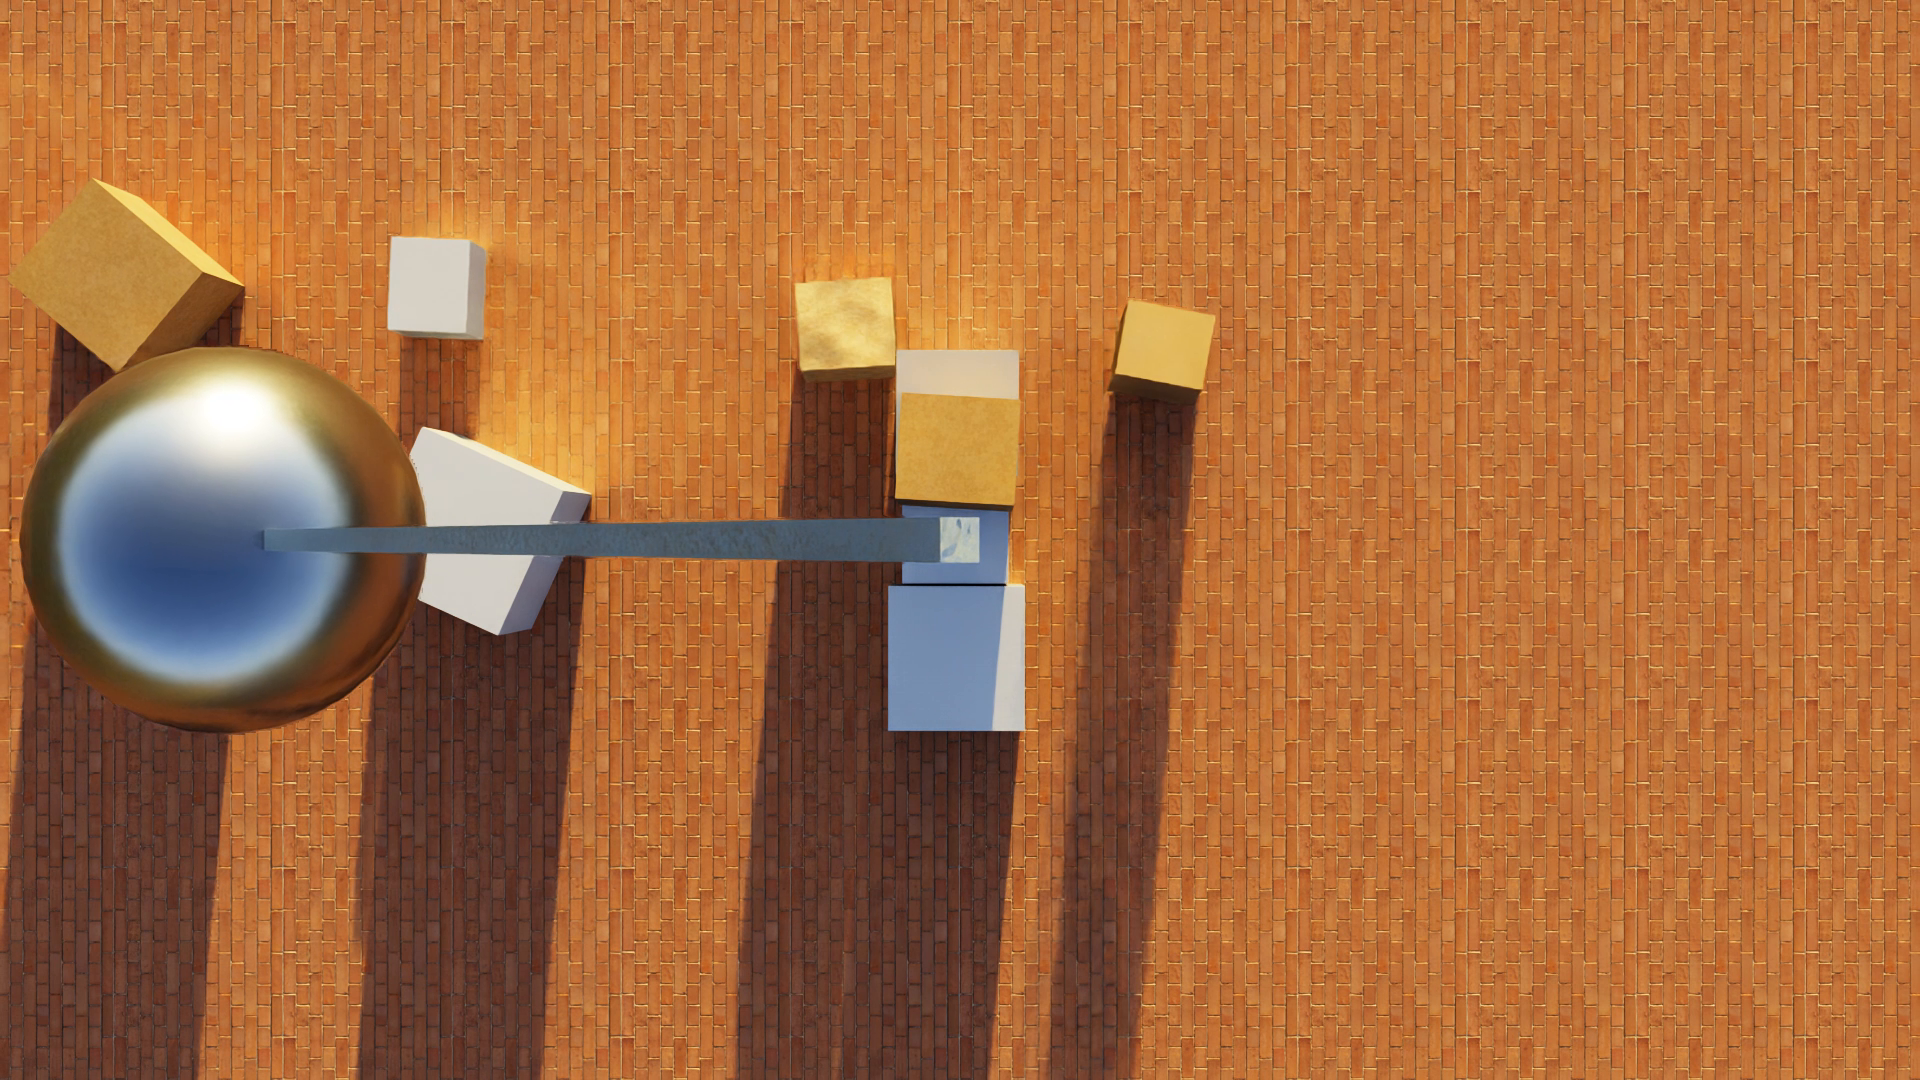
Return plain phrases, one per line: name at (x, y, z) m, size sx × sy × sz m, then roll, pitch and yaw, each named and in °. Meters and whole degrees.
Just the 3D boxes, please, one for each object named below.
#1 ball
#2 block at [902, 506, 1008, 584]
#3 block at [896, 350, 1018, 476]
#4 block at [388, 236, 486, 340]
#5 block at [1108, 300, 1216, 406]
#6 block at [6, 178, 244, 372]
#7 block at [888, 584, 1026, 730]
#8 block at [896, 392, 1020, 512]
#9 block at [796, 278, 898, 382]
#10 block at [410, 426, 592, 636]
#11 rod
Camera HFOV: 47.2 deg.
ball at (-3.014, 0.000, 9.075) m, size 1.600 × 1.600 × 1.600 m, roll 0°, pitch 90°, yaw 0°
block at (-0.026, -0.054, 12.636) m, size 0.593 × 0.728 × 0.594 m, roll 0°, pitch 90°, yaw 0°
block at (-0.015, -0.711, 12.644) m, size 0.683 × 0.713 × 0.699 m, roll 0°, pitch 90°, yaw 0°
block at (-3.033, -1.456, 12.776) m, size 0.449 × 0.448 × 0.532 m, roll 2°, pitch 90°, yaw 0°
block at (1.163, -1.079, 12.741) m, size 0.504 × 0.459 × 0.440 m, roll 11°, pitch 82°, yaw 0°
block at (-4.777, -1.478, 12.641) m, size 0.813 × 0.718 × 0.742 m, roll 40°, pitch 90°, yaw 0°
block at (-0.019, 0.661, 12.631) m, size 0.763 × 0.738 × 0.806 m, roll 0°, pitch 90°, yaw 0°
block at (-0.011, -0.469, 11.949) m, size 0.632 × 0.654 × 0.562 m, roll 3°, pitch 88°, yaw 0°
block at (-0.647, -1.212, 12.732) m, size 0.544 × 0.508 × 0.502 m, roll -4°, pitch 87°, yaw 0°
block at (-2.739, -0.049, 12.524) m, size 0.850 × 0.952 × 0.872 m, roll 24°, pitch 90°, yaw 0°
rod at (-1.306, 0.000, 6.136) m, size 0.080 × 5.200 × 0.080 m, roll 0°, pitch 90°, yaw -30°
